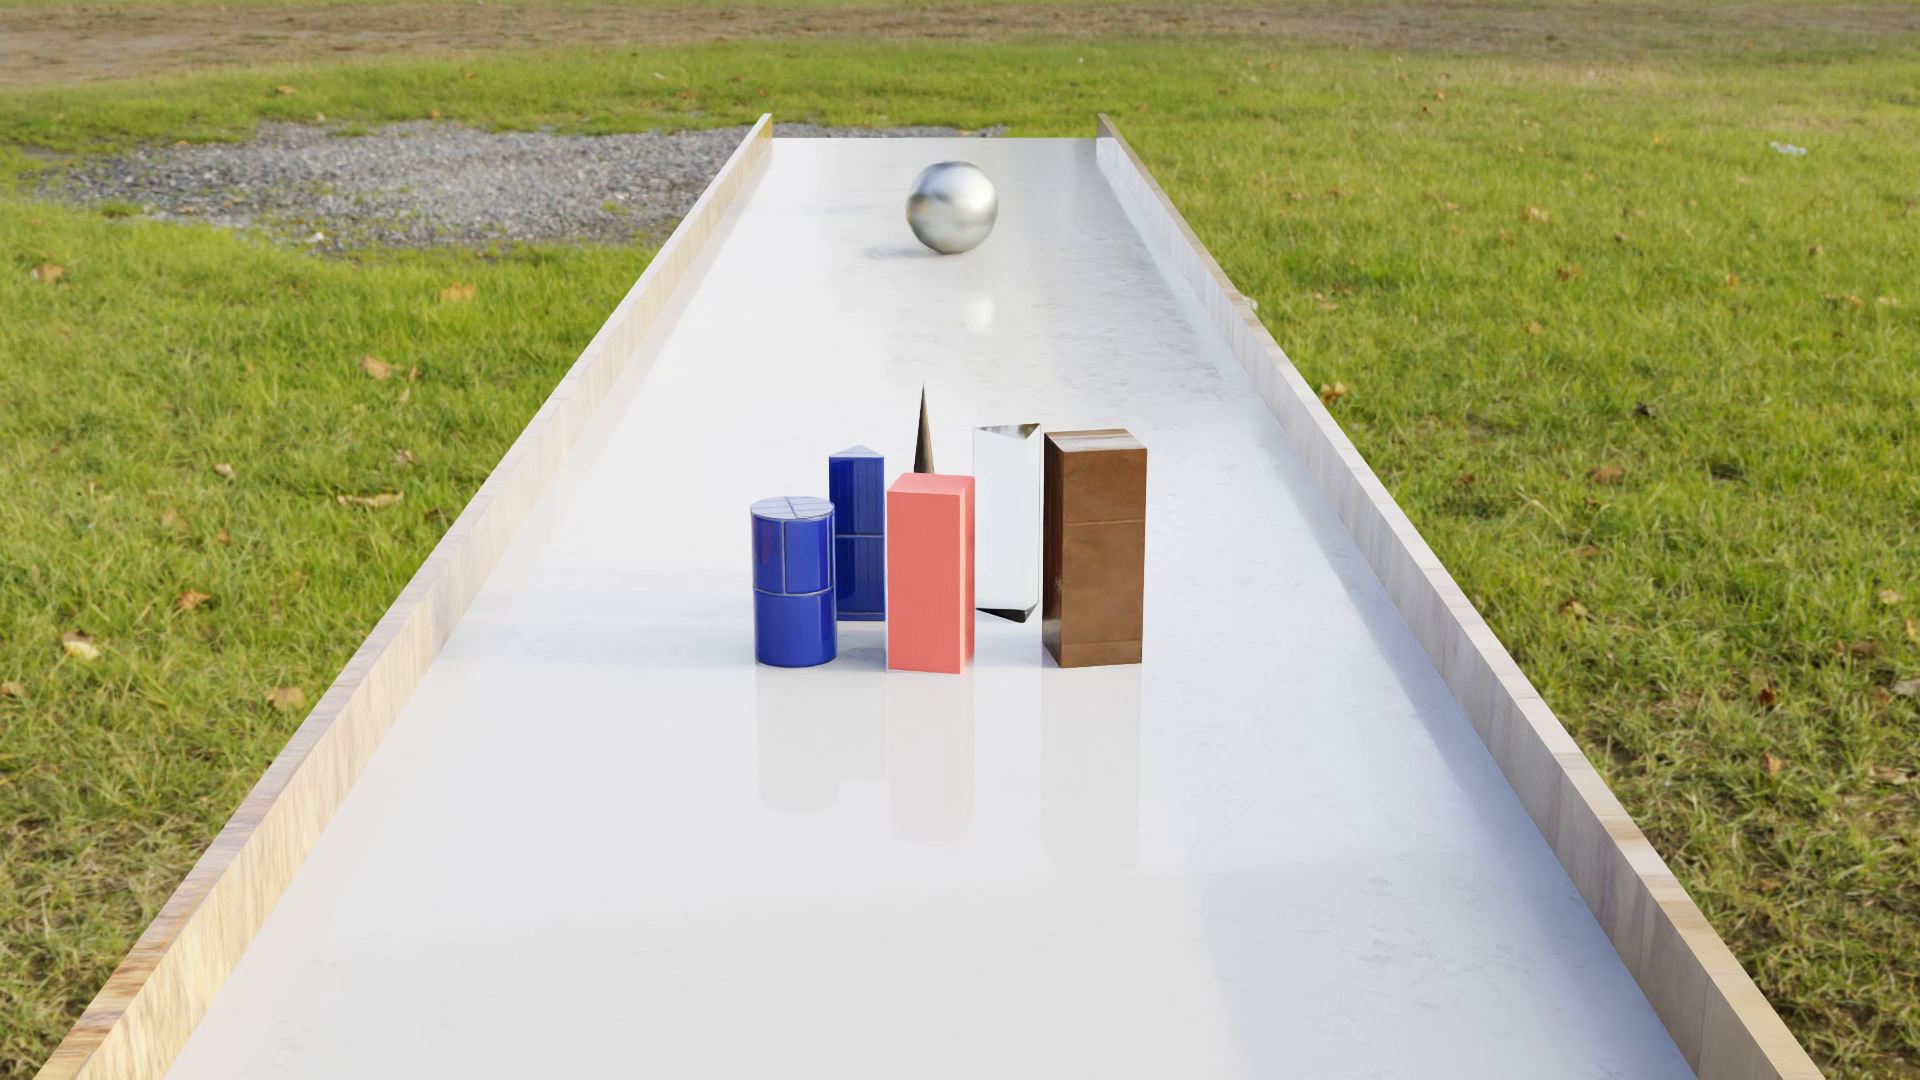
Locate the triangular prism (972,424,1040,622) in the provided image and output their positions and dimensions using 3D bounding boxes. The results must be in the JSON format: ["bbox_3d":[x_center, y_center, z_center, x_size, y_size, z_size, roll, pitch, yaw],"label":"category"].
[{"bbox_3d":[0.124,-0.043,4.672,0.147,0.399,0.127,16,23,42],"label":"triangular prism"}]

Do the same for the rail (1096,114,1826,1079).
[{"bbox_3d":[0.932,-0.844,7.801,0.050,0.150,12.000,0,17,-1],"label":"rail"}]

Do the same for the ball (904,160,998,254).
[{"bbox_3d":[-0.035,-1.400,9.246,0.393,0.393,0.393,0,17,0],"label":"ball"}]

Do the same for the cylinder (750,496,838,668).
[{"bbox_3d":[-0.332,0.083,4.405,0.169,0.310,0.169,0,17,0],"label":"cylinder"}]

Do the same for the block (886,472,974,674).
[{"bbox_3d":[-0.056,0.065,4.367,0.146,0.366,0.146,3,17,11],"label":"block"}]

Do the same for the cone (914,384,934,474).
[{"bbox_3d":[-0.080,-0.129,4.855,0.103,0.459,0.103,0,17,0],"label":"cone"}]

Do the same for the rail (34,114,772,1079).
[{"bbox_3d":[-1.118,-0.838,7.780,0.050,0.150,12.000,0,17,-1],"label":"rail"}]

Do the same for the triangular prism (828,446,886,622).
[{"bbox_3d":[-0.213,-0.015,4.647,0.114,0.359,0.099,1,17,2],"label":"triangular prism"}]

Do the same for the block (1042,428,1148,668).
[{"bbox_3d":[0.266,0.015,4.398,0.167,0.443,0.167,-3,17,-11],"label":"block"}]
